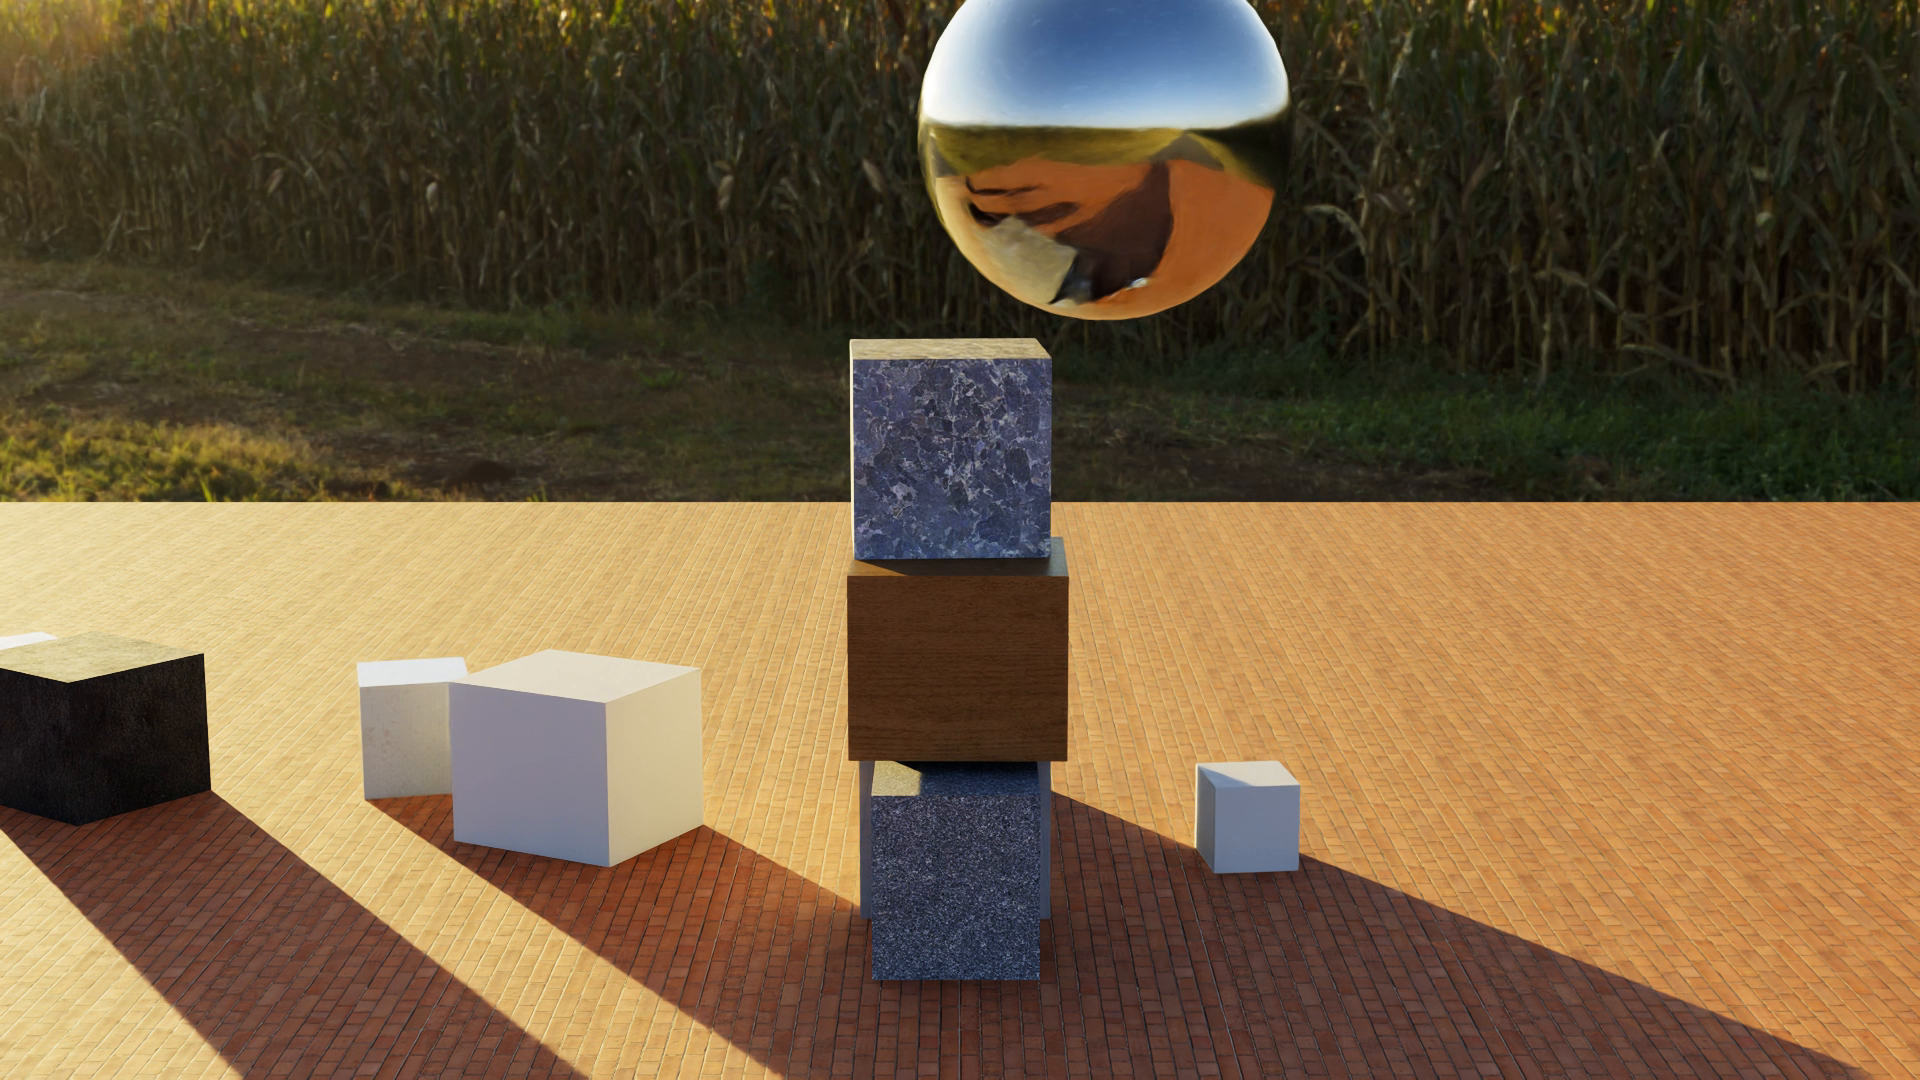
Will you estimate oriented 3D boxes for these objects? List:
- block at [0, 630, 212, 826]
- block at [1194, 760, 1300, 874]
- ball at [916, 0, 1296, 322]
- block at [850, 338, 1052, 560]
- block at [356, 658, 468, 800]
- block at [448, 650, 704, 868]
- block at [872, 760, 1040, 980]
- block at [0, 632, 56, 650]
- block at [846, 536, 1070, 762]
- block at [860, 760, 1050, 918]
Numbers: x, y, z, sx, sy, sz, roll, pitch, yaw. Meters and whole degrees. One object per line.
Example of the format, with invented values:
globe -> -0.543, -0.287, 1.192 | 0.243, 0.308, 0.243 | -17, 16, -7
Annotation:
block -> -4.298, 0.909, 12.621 | 0.871, 0.697, 0.775 | 7, 13, 35
block -> 1.295, 1.249, 11.592 | 0.384, 0.396, 0.408 | -1, 10, -7
ball -> 0.613, -1.730, 10.866 | 1.600, 1.600, 1.600 | 0, 10, 0
block -> -0.052, -0.396, 10.733 | 0.800, 0.813, 0.787 | -1, 10, -3
block -> -2.728, 0.935, 12.833 | 0.528, 0.569, 0.535 | -3, 11, -14
block -> -1.780, 0.998, 11.958 | 0.878, 0.759, 0.760 | 5, 12, 27
block -> -0.016, 1.293, 10.361 | 0.657, 0.749, 0.727 | 0, 10, 0
block -> -4.967, 0.824, 13.577 | 0.506, 0.522, 0.600 | -9, 14, -42
block -> -0.003, 0.431, 10.551 | 0.871, 0.750, 0.877 | 0, 10, 1
block -> -0.021, 1.131, 11.070 | 0.798, 0.813, 0.707 | 0, 10, 0
